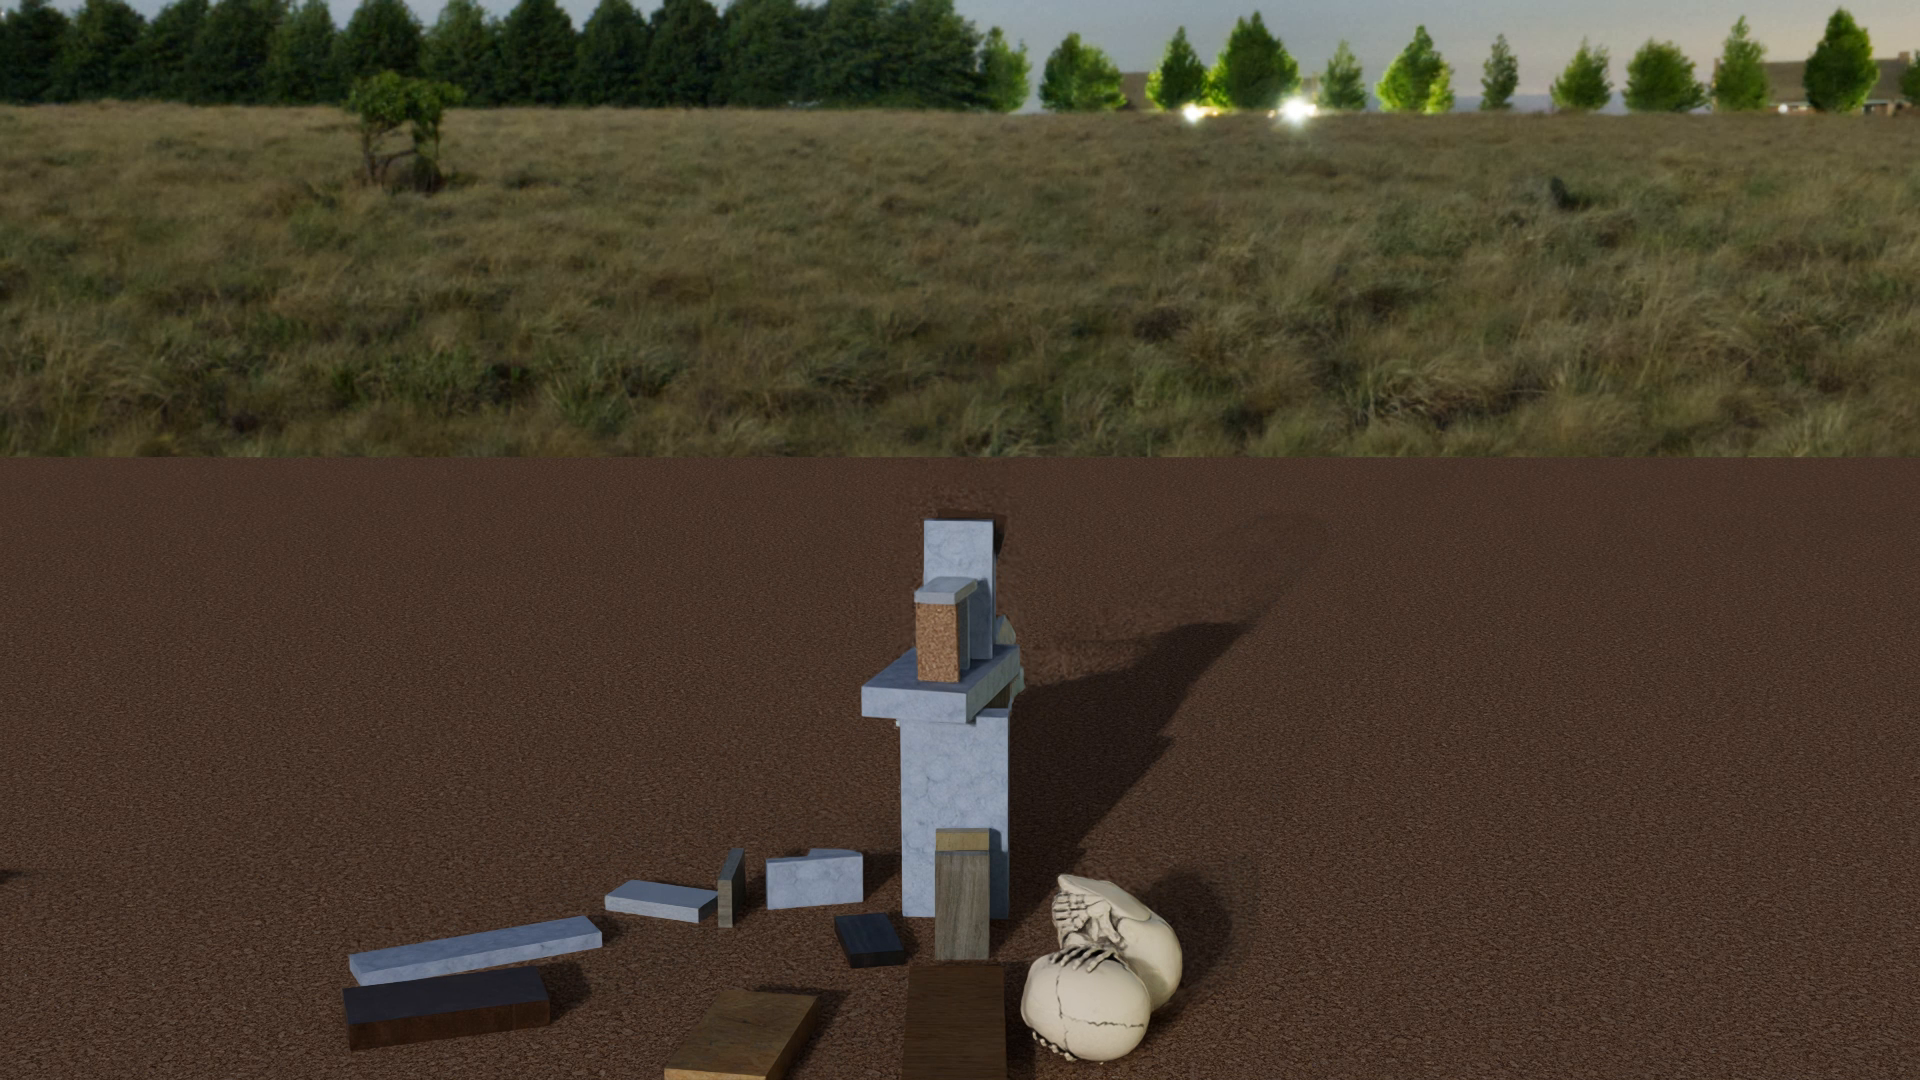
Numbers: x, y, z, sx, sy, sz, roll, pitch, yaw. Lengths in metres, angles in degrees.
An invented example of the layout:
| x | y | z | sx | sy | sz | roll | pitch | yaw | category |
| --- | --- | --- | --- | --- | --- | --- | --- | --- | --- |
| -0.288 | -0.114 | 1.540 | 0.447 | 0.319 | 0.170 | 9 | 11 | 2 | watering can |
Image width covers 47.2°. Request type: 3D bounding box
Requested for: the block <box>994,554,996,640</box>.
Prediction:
| x | y | z | sx | sy | sz | roll | pitch | yaw | category |
| --- | --- | --- | --- | --- | --- | --- | --- | --- | --- |
| 0.003 | 0.271 | 3.813 | 0.114 | 0.492 | 0.032 | 1 | 1 | 1 | block |

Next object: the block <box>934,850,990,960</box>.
| x | y | z | sx | sy | sz | roll | pitch | yaw | category |
| --- | --- | --- | --- | --- | --- | --- | --- | --- | --- |
| 0.003 | 0.560 | 3.374 | 0.083 | 0.167 | 0.024 | 0 | 11 | -1 | block |

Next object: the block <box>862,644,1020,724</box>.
| x | y | z | sx | sy | sz | roll | pitch | yaw | category |
| --- | --- | --- | --- | --- | --- | --- | --- | --- | --- |
| -0.027 | 0.229 | 3.603 | 0.171 | 0.048 | 0.341 | 3 | 11 | 15 | block |

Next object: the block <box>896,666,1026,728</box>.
| x | y | z | sx | sy | sz | roll | pitch | yaw | category |
| --- | --- | --- | --- | --- | --- | --- | --- | --- | --- |
| 0.003 | 0.316 | 4.457 | 0.167 | 0.047 | 0.335 | -3 | 7 | 19 | block |

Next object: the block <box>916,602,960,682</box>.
| x | y | z | sx | sy | sz | roll | pitch | yaw | category |
| --- | --- | --- | --- | --- | --- | --- | --- | --- | --- |
| -0.035 | 0.160 | 3.481 | 0.065 | 0.131 | 0.018 | 2 | 17 | 12 | block |

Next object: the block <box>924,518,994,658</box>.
| x | y | z | sx | sy | sz | roll | pitch | yaw | category |
| --- | --- | --- | --- | --- | --- | --- | --- | --- | --- |
| -0.002 | 0.081 | 3.640 | 0.114 | 0.229 | 0.032 | 1 | 7 | 4 | block |

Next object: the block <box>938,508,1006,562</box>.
| x | y | z | sx | sy | sz | roll | pitch | yaw | category |
| --- | --- | --- | --- | --- | --- | --- | --- | --- | --- |
| 0.015 | -0.006 | 3.779 | 0.114 | 0.032 | 0.229 | 6 | -14 | -1 | block |

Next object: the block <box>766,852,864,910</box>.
| x | y | z | sx | sy | sz | roll | pitch | yaw | category |
| --- | --- | --- | --- | --- | --- | --- | --- | --- | --- |
| -0.239 | 0.560 | 3.614 | 0.158 | 0.079 | 0.022 | -3 | 11 | -14 | block |

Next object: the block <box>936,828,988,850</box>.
| x | y | z | sx | sy | sz | roll | pitch | yaw | category |
| --- | --- | --- | --- | --- | --- | --- | --- | --- | --- |
| 0.004 | 0.540 | 3.482 | 0.083 | 0.166 | 0.024 | 0 | 11 | 0 | block |

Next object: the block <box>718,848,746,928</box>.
| x | y | z | sx | sy | sz | roll | pitch | yaw | category |
| --- | --- | --- | --- | --- | --- | --- | --- | --- | --- |
| -0.372 | 0.566 | 3.583 | 0.022 | 0.079 | 0.158 | 0 | 11 | 2 | block |

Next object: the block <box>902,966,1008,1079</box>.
| x | y | z | sx | sy | sz | roll | pitch | yaw | category |
| --- | --- | --- | --- | --- | --- | --- | --- | --- | --- |
| -0.008 | 0.726 | 2.828 | 0.138 | 0.039 | 0.860 | 0 | 11 | 0 | block |

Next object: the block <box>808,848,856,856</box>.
| x | y | z | sx | sy | sz | roll | pitch | yaw | category |
| --- | --- | --- | --- | --- | --- | --- | --- | --- | --- |
| -0.228 | 0.563 | 3.751 | 0.079 | 0.022 | 0.158 | 1 | 11 | 6 | block |

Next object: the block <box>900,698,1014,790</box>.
| x | y | z | sx | sy | sz | roll | pitch | yaw | category |
| --- | --- | --- | --- | --- | --- | --- | --- | --- | --- |
| 0.005 | 0.395 | 4.389 | 0.167 | 0.047 | 0.859 | 10 | 7 | 2 | block |

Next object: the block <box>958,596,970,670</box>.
| x | y | z | sx | sy | sz | roll | pitch | yaw | category |
| --- | --- | --- | --- | --- | --- | --- | --- | --- | --- |
| -0.019 | 0.144 | 3.566 | 0.065 | 0.131 | 0.018 | 2 | 16 | 9 | block |

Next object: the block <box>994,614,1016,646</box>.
| x | y | z | sx | sy | sz | roll | pitch | yaw | category |
| --- | --- | --- | --- | --- | --- | --- | --- | --- | --- |
| 0.002 | 0.247 | 4.027 | 0.167 | 0.047 | 0.335 | -26 | 12 | 15 | block |

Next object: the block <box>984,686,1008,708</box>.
| x | y | z | sx | sy | sz | roll | pitch | yaw | category |
| --- | --- | --- | --- | --- | --- | --- | --- | --- | --- |
| -0.003 | 0.400 | 3.751 | 0.171 | 0.341 | 0.048 | 0 | 13 | 1 | block |

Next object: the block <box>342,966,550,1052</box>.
| x | y | z | sx | sy | sz | roll | pitch | yaw | category |
| --- | --- | --- | --- | --- | --- | --- | --- | --- | --- |
| -0.735 | 0.668 | 3.144 | 0.275 | 0.039 | 0.138 | -4 | 11 | -19 | block |

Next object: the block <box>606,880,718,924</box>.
| x | y | z | sx | sy | sz | roll | pitch | yaw | category |
| --- | --- | --- | --- | --- | --- | --- | --- | --- | --- |
| -0.484 | 0.591 | 3.599 | 0.171 | 0.024 | 0.085 | 4 | 11 | 21 | block |

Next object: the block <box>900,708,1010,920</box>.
| x | y | z | sx | sy | sz | roll | pitch | yaw | category |
| --- | --- | --- | --- | --- | --- | --- | --- | --- | --- |
| -0.007 | 0.440 | 3.539 | 0.171 | 0.341 | 0.048 | 1 | 13 | 5 | block |

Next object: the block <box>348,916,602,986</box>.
| x | y | z | sx | sy | sz | roll | pitch | yaw | category |
| --- | --- | --- | --- | --- | --- | --- | --- | --- | --- |
| -0.742 | 0.631 | 3.380 | 0.370 | 0.024 | 0.085 | -5 | 12 | -27 | block |

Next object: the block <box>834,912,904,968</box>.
| x | y | z | sx | sy | sz | roll | pitch | yaw | category |
| --- | --- | --- | --- | --- | --- | --- | --- | --- | --- |
| -0.142 | 0.623 | 3.426 | 0.083 | 0.024 | 0.166 | -2 | 11 | -12 | block |

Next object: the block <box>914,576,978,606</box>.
| x | y | z | sx | sy | sz | roll | pitch | yaw | category |
| --- | --- | --- | --- | --- | --- | --- | --- | --- | --- |
| -0.022 | 0.080 | 3.501 | 0.065 | 0.018 | 0.131 | 3 | 11 | 16 | block |

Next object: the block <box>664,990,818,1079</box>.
| x | y | z | sx | sy | sz | roll | pitch | yaw | category |
| --- | --- | --- | --- | --- | --- | --- | --- | --- | --- |
| -0.296 | 0.691 | 3.016 | 0.138 | 0.039 | 0.275 | 2 | 11 | 11 | block |
